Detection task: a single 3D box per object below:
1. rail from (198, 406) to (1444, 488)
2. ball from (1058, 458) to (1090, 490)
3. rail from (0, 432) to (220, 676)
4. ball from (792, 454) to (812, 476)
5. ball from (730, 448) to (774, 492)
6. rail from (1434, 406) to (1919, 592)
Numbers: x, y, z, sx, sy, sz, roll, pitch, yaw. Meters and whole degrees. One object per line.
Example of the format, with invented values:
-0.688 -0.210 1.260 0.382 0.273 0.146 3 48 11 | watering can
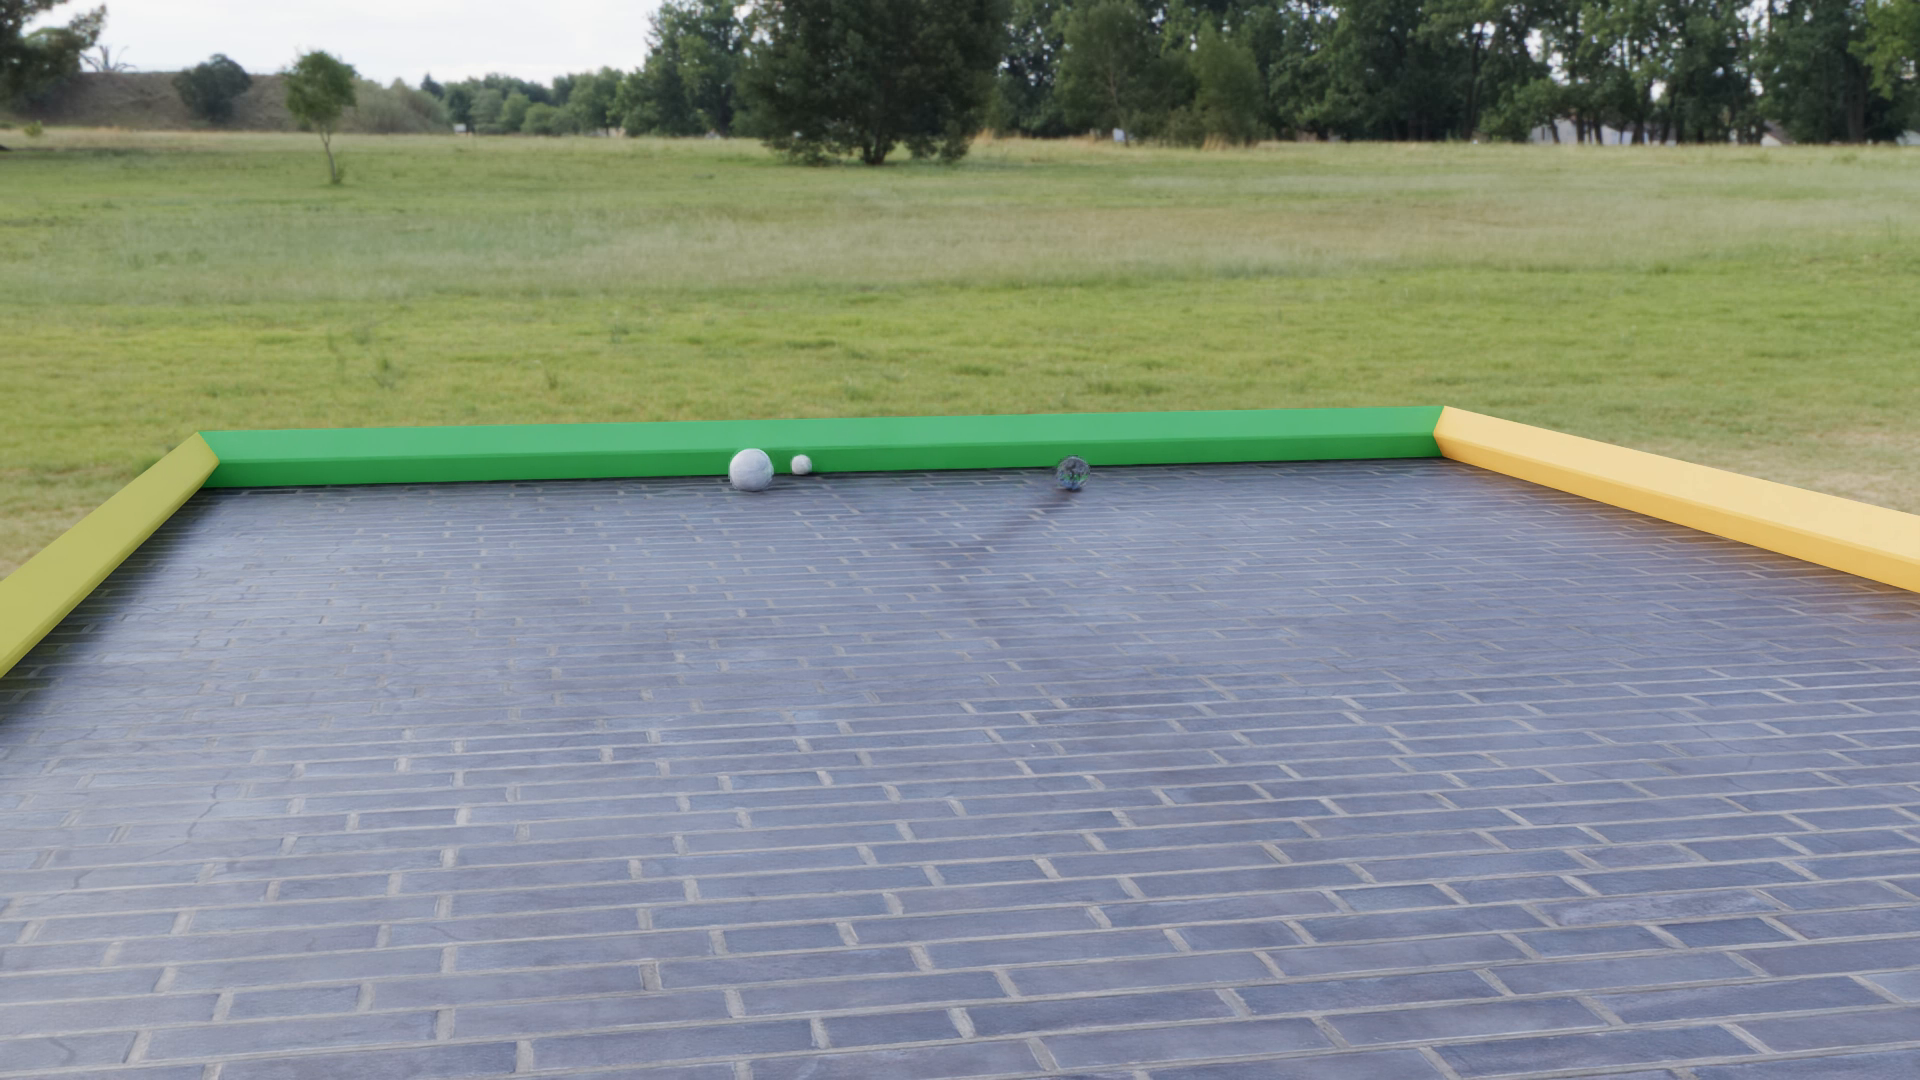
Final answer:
-0.211 -0.194 4.535 2.603 0.109 0.045 -2 9 -11 | rail
0.220 -0.129 4.280 0.063 0.063 0.063 0 9 0 | ball
-1.037 0.180 2.184 0.045 0.109 4.391 -2 9 -11 | rail
-0.323 -0.153 4.493 0.043 0.043 0.043 0 9 0 | ball
-0.403 -0.136 4.252 0.084 0.084 0.084 0 9 0 | ball
1.469 0.101 2.681 0.045 0.109 4.391 -2 9 -11 | rail
